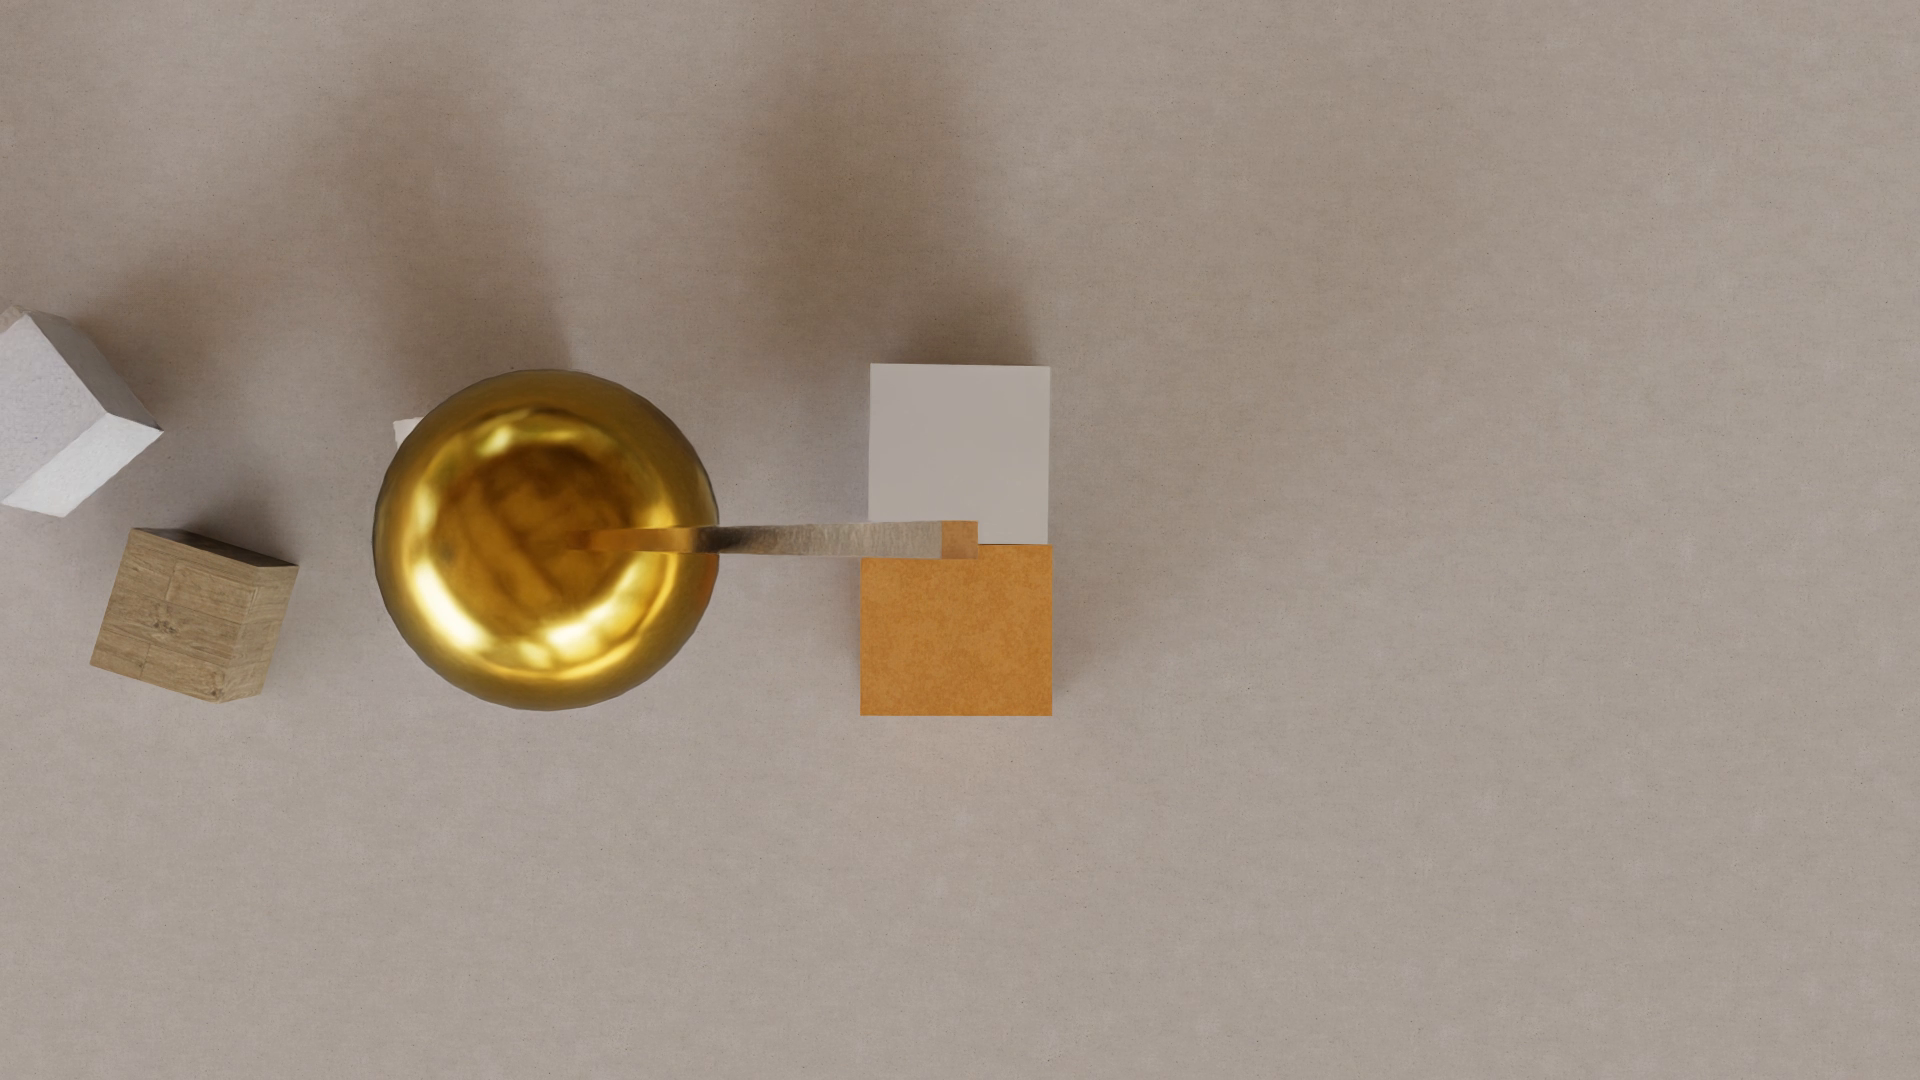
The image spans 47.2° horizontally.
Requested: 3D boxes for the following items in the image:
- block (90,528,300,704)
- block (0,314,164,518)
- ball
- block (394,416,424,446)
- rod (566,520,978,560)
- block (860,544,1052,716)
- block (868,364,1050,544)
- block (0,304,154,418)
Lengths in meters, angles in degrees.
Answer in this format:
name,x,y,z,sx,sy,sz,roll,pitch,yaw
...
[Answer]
name,x,y,z,sx,sy,sz,roll,pitch,yaw
block,-4.373,0.424,12.617,0.743,0.765,0.798,17,90,0
block,-4.924,-0.656,11.839,0.730,0.718,0.696,-40,84,-1
ball,-1.915,0.000,10.246,1.600,1.600,1.600,0,90,0
block,-2.601,-0.297,12.562,0.922,0.877,0.869,-9,90,0
rod,-0.830,0.000,7.024,0.080,5.200,0.080,0,90,-19
block,-0.019,0.498,12.565,1.058,0.869,0.944,0,90,0
block,-0.006,-0.474,12.561,0.990,0.878,0.982,1,90,0
block,-5.325,-0.757,12.619,0.805,0.762,0.772,-41,90,0
